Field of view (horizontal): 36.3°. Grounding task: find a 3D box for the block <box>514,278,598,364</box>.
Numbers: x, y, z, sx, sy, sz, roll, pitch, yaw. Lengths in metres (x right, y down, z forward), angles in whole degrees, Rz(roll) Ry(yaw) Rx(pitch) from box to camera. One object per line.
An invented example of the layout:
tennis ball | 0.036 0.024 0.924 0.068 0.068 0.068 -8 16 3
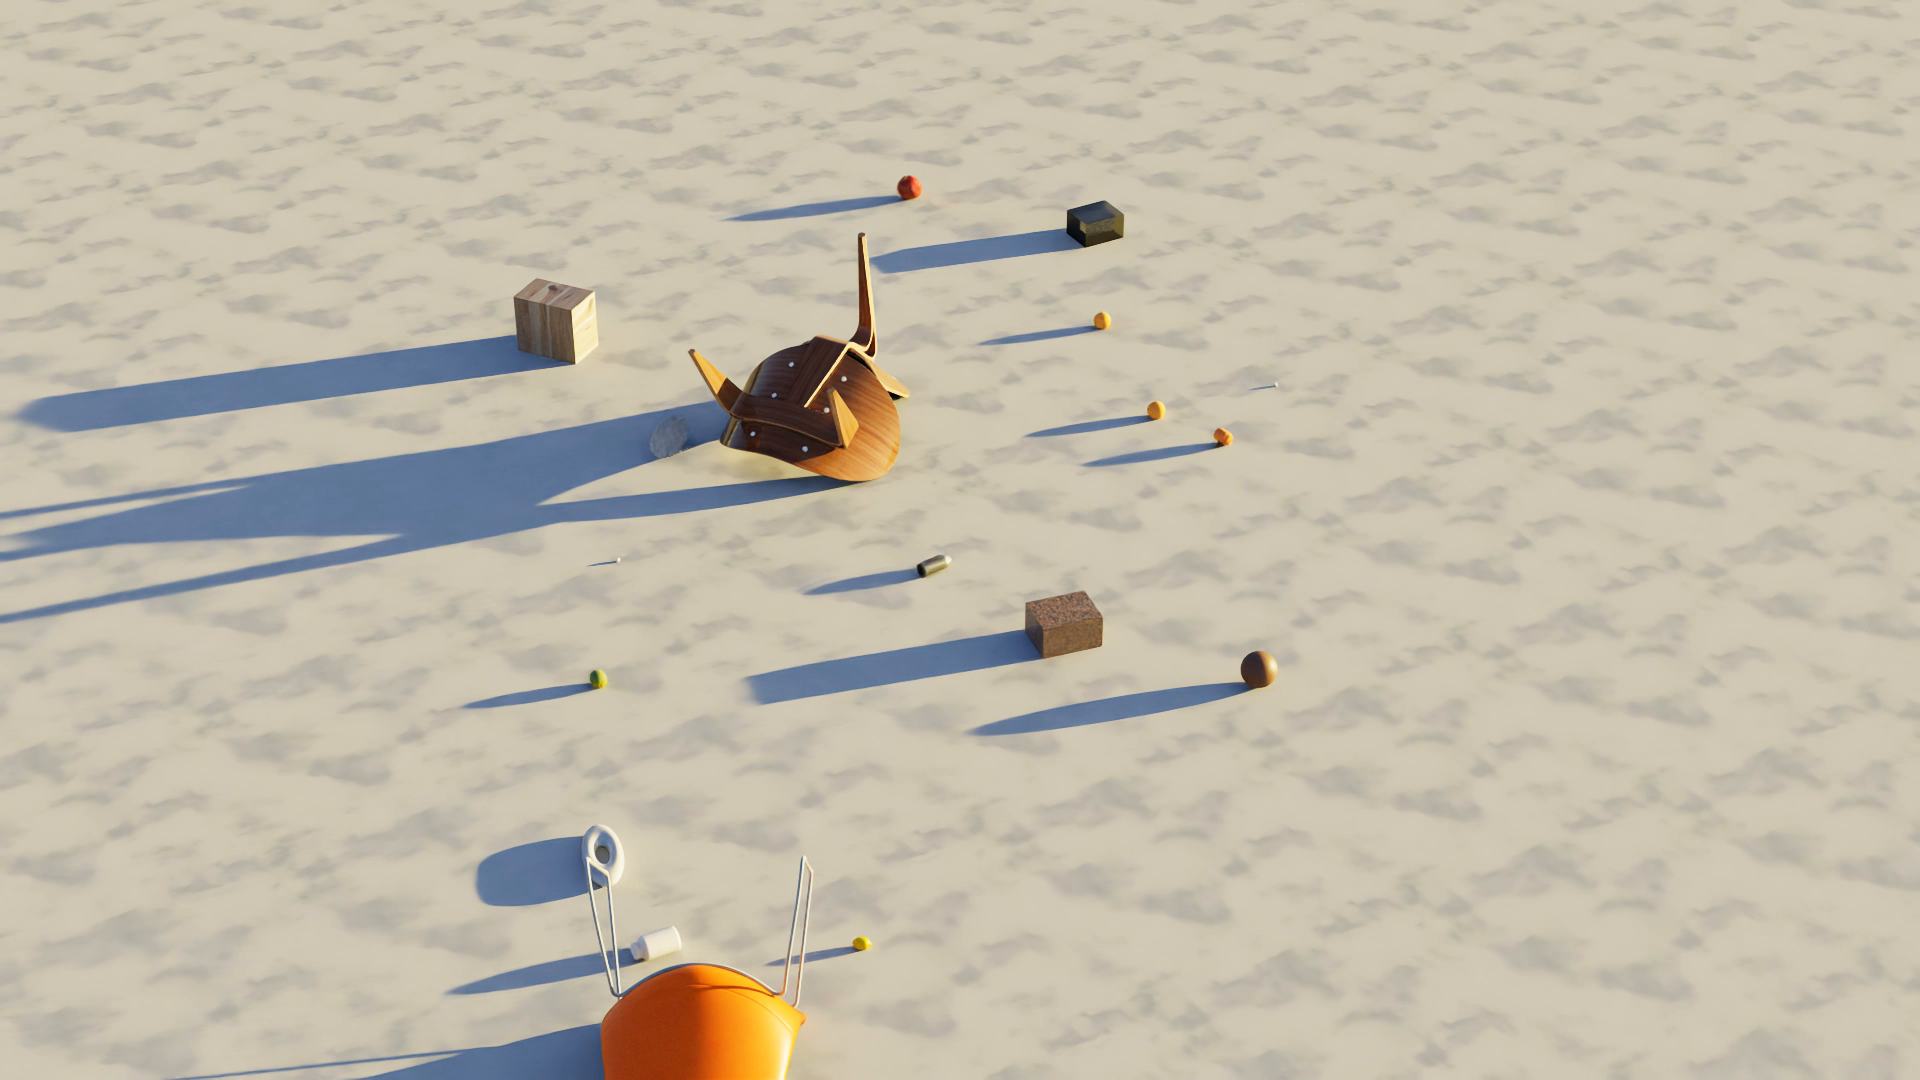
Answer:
block | -1.665 -0.903 12.085 0.277 0.252 0.179 14 36 20

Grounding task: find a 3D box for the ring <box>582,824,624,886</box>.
ring | -1.142 1.008 9.372 0.133 0.047 0.309 -8 34 -10

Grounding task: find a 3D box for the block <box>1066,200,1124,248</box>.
block | 0.598 -1.398 12.962 0.197 0.114 0.161 -17 37 -24

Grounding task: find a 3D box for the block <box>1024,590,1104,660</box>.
block | 0.367 0.299 10.375 0.225 0.127 0.177 -11 35 -17

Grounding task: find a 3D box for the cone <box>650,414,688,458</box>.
cone | -1.179 -0.409 11.502 0.193 0.140 0.165 -50 27 -20
